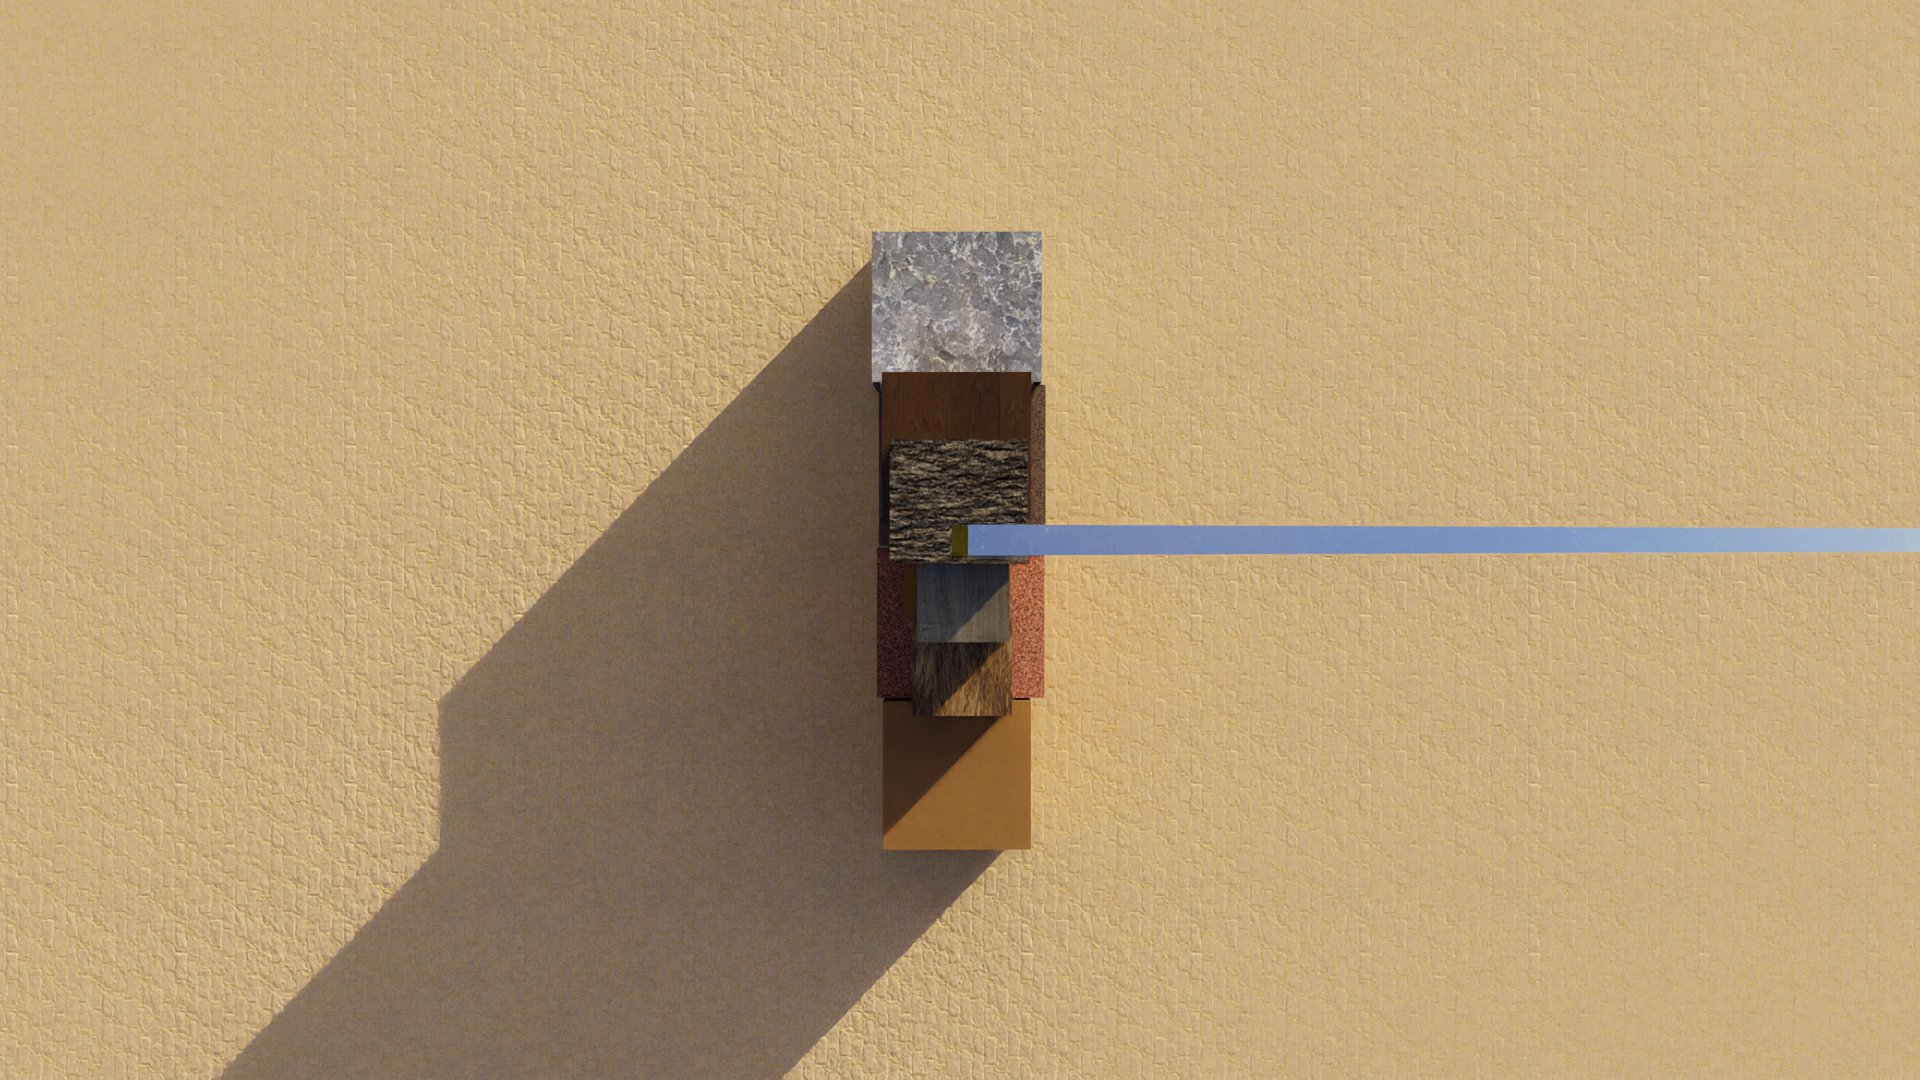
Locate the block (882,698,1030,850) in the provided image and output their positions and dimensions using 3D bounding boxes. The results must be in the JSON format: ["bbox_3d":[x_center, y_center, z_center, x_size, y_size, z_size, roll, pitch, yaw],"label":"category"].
[{"bbox_3d":[-0.017,1.297,12.555,0.816,0.891,0.815,0,90,0],"label":"block"}]

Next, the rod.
[{"bbox_3d":[2.234,0.000,7.046,5.200,0.080,0.080,0,90,-31],"label":"rod"}]

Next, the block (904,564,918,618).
[{"bbox_3d":[-0.016,0.150,11.967,0.572,0.493,0.520,0,92,0],"label":"block"}]

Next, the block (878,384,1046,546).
[{"bbox_3d":[0.012,-0.414,12.605,0.926,0.790,0.897,0,90,0],"label":"block"}]

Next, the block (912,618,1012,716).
[{"bbox_3d":[0.008,0.680,11.820,0.527,0.600,0.512,0,87,0],"label":"block"}]

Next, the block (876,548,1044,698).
[{"bbox_3d":[0.003,0.462,12.621,0.932,0.759,0.836,0,90,0],"label":"block"}]

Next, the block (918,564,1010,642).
[{"bbox_3d":[0.016,0.317,11.305,0.464,0.456,0.407,0,89,0],"label":"block"}]

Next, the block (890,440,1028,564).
[{"bbox_3d":[-0.007,-0.203,11.187,0.684,0.582,0.614,0,92,0],"label":"block"}]

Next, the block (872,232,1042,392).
[{"bbox_3d":[-0.017,-1.289,12.576,0.939,0.848,0.832,0,90,0],"label":"block"}]

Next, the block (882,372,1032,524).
[{"bbox_3d":[-0.017,-0.508,11.824,0.777,0.711,0.795,0,94,0],"label":"block"}]
